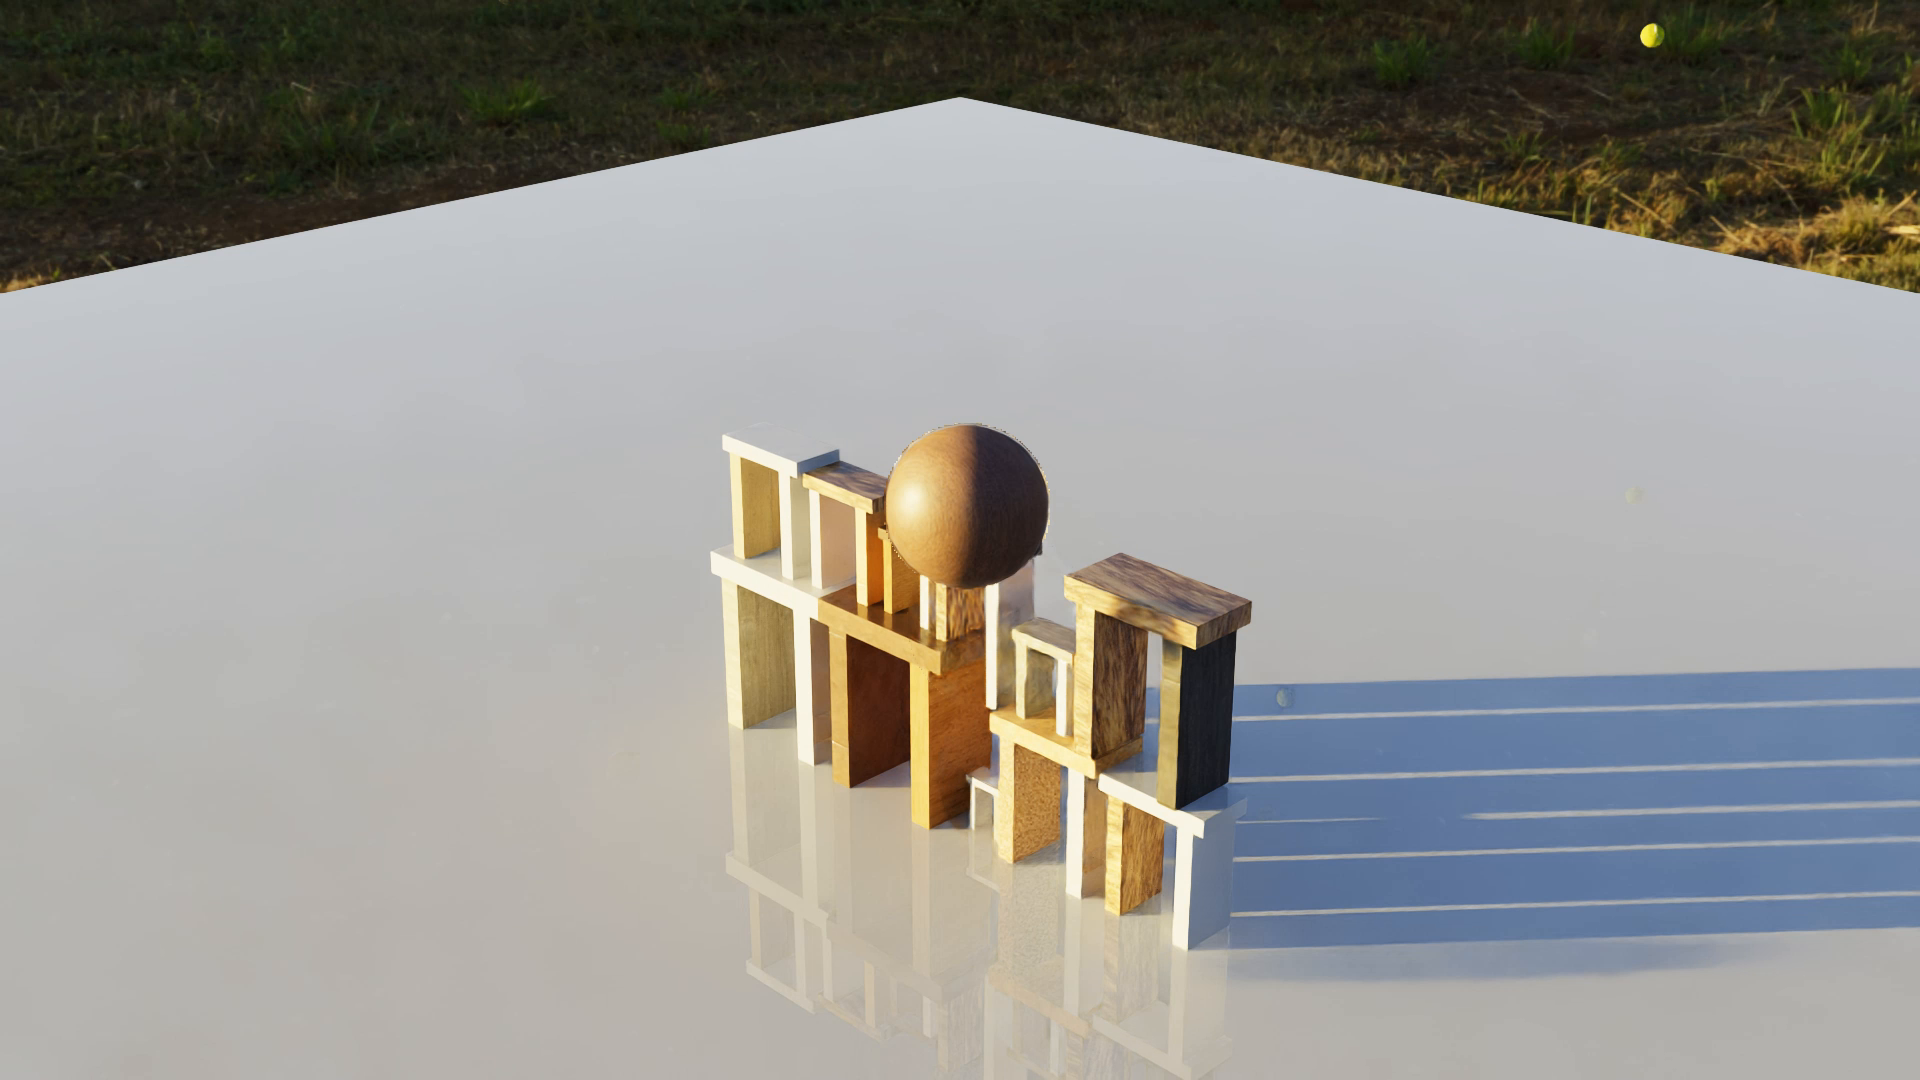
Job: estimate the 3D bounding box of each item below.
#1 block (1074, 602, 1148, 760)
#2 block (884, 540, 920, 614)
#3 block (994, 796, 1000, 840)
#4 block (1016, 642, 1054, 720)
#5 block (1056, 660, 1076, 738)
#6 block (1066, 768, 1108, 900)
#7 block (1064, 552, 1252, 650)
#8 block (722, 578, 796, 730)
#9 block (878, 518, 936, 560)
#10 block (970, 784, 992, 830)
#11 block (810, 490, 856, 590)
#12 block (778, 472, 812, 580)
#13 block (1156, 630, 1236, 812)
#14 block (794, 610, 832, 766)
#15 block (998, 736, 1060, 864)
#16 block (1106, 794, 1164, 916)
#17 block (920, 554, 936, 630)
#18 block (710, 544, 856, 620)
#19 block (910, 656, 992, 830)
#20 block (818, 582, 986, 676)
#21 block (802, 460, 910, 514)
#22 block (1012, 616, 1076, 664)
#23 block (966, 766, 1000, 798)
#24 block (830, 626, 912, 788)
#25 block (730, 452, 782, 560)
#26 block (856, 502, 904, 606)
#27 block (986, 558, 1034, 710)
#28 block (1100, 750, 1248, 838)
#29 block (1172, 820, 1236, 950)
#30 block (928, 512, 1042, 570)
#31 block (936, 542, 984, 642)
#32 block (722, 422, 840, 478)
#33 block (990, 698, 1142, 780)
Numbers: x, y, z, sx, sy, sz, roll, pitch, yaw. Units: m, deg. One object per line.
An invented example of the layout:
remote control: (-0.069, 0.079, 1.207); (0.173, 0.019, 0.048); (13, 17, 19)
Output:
block: (0.277, 0.237, 4.031); (0.043, 0.303, 0.152); (21, 31, 41)
block: (-0.116, 0.063, 4.379); (0.022, 0.154, 0.077); (21, 31, 41)
block: (0.089, 0.542, 4.354); (0.014, 0.101, 0.050); (21, 31, 41)
block: (0.143, 0.255, 4.177); (0.022, 0.156, 0.078); (21, 31, 41)
block: (0.216, 0.283, 4.110); (0.022, 0.156, 0.078); (21, 31, 41)
block: (0.263, 0.532, 4.163); (0.038, 0.268, 0.134); (21, 31, 41)
block: (0.349, 0.105, 3.898); (0.303, 0.043, 0.152); (21, 31, 41)
block: (-0.428, 0.222, 4.792); (0.049, 0.348, 0.174); (21, 31, 41)
block: (-0.080, -0.004, 4.312); (0.154, 0.022, 0.077); (21, 31, 41)
block: (0.041, 0.523, 4.398); (0.014, 0.101, 0.050); (21, 31, 41)
block: (-0.257, -0.015, 4.504); (0.029, 0.213, 0.103); (21, 31, 41)
block: (-0.316, -0.044, 4.548); (0.117, 0.233, 0.033); (-21, 31, -41)
block: (0.420, 0.304, 3.904); (0.043, 0.329, 0.152); (21, 31, 41)
block: (-0.264, 0.286, 4.641); (0.049, 0.348, 0.174); (21, 31, 41)
block: (0.137, 0.483, 4.279); (0.038, 0.268, 0.134); (21, 31, 41)
block: (0.329, 0.567, 4.109); (0.035, 0.246, 0.123); (21, 31, 41)
block: (-0.043, 0.091, 4.313); (0.022, 0.154, 0.077); (21, 31, 41)
block: (-0.346, 0.071, 4.639); (0.348, 0.049, 0.174); (21, 31, 41)
block: (-0.017, 0.385, 4.400); (0.050, 0.355, 0.177); (21, 31, 41)
block: (-0.100, 0.166, 4.398); (0.355, 0.050, 0.177); (21, 31, 41)
block: (-0.208, -0.107, 4.412); (0.103, 0.029, 0.206); (-21, 31, -41)
block: (0.179, 0.187, 4.109); (0.156, 0.022, 0.078); (21, 31, 41)
block: (0.065, 0.480, 4.354); (0.101, 0.014, 0.050); (21, 31, 41)
block: (-0.184, 0.319, 4.554); (0.050, 0.355, 0.177); (21, 31, 41)
block: (-0.426, -0.087, 4.649); (0.033, 0.233, 0.117); (21, 31, 41)
block: (-0.160, 0.020, 4.413); (0.029, 0.206, 0.103); (21, 31, 41)
block: (0.096, 0.170, 4.190); (0.029, 0.302, 0.102); (21, 31, 41)
block: (0.386, 0.461, 4.001); (0.246, 0.035, 0.123); (21, 31, 41)
block: (0.444, 0.612, 4.003); (0.035, 0.246, 0.123); (21, 31, 41)
block: (0.048, -0.001, 4.170); (0.102, 0.029, 0.203); (-21, 31, -41)
block: (0.000, 0.087, 4.259); (0.029, 0.203, 0.102); (21, 31, 41)
block: (-0.371, -0.188, 4.547); (0.233, 0.033, 0.117); (21, 31, 41)
block: (0.200, 0.367, 4.161); (0.268, 0.038, 0.134); (21, 31, 41)
